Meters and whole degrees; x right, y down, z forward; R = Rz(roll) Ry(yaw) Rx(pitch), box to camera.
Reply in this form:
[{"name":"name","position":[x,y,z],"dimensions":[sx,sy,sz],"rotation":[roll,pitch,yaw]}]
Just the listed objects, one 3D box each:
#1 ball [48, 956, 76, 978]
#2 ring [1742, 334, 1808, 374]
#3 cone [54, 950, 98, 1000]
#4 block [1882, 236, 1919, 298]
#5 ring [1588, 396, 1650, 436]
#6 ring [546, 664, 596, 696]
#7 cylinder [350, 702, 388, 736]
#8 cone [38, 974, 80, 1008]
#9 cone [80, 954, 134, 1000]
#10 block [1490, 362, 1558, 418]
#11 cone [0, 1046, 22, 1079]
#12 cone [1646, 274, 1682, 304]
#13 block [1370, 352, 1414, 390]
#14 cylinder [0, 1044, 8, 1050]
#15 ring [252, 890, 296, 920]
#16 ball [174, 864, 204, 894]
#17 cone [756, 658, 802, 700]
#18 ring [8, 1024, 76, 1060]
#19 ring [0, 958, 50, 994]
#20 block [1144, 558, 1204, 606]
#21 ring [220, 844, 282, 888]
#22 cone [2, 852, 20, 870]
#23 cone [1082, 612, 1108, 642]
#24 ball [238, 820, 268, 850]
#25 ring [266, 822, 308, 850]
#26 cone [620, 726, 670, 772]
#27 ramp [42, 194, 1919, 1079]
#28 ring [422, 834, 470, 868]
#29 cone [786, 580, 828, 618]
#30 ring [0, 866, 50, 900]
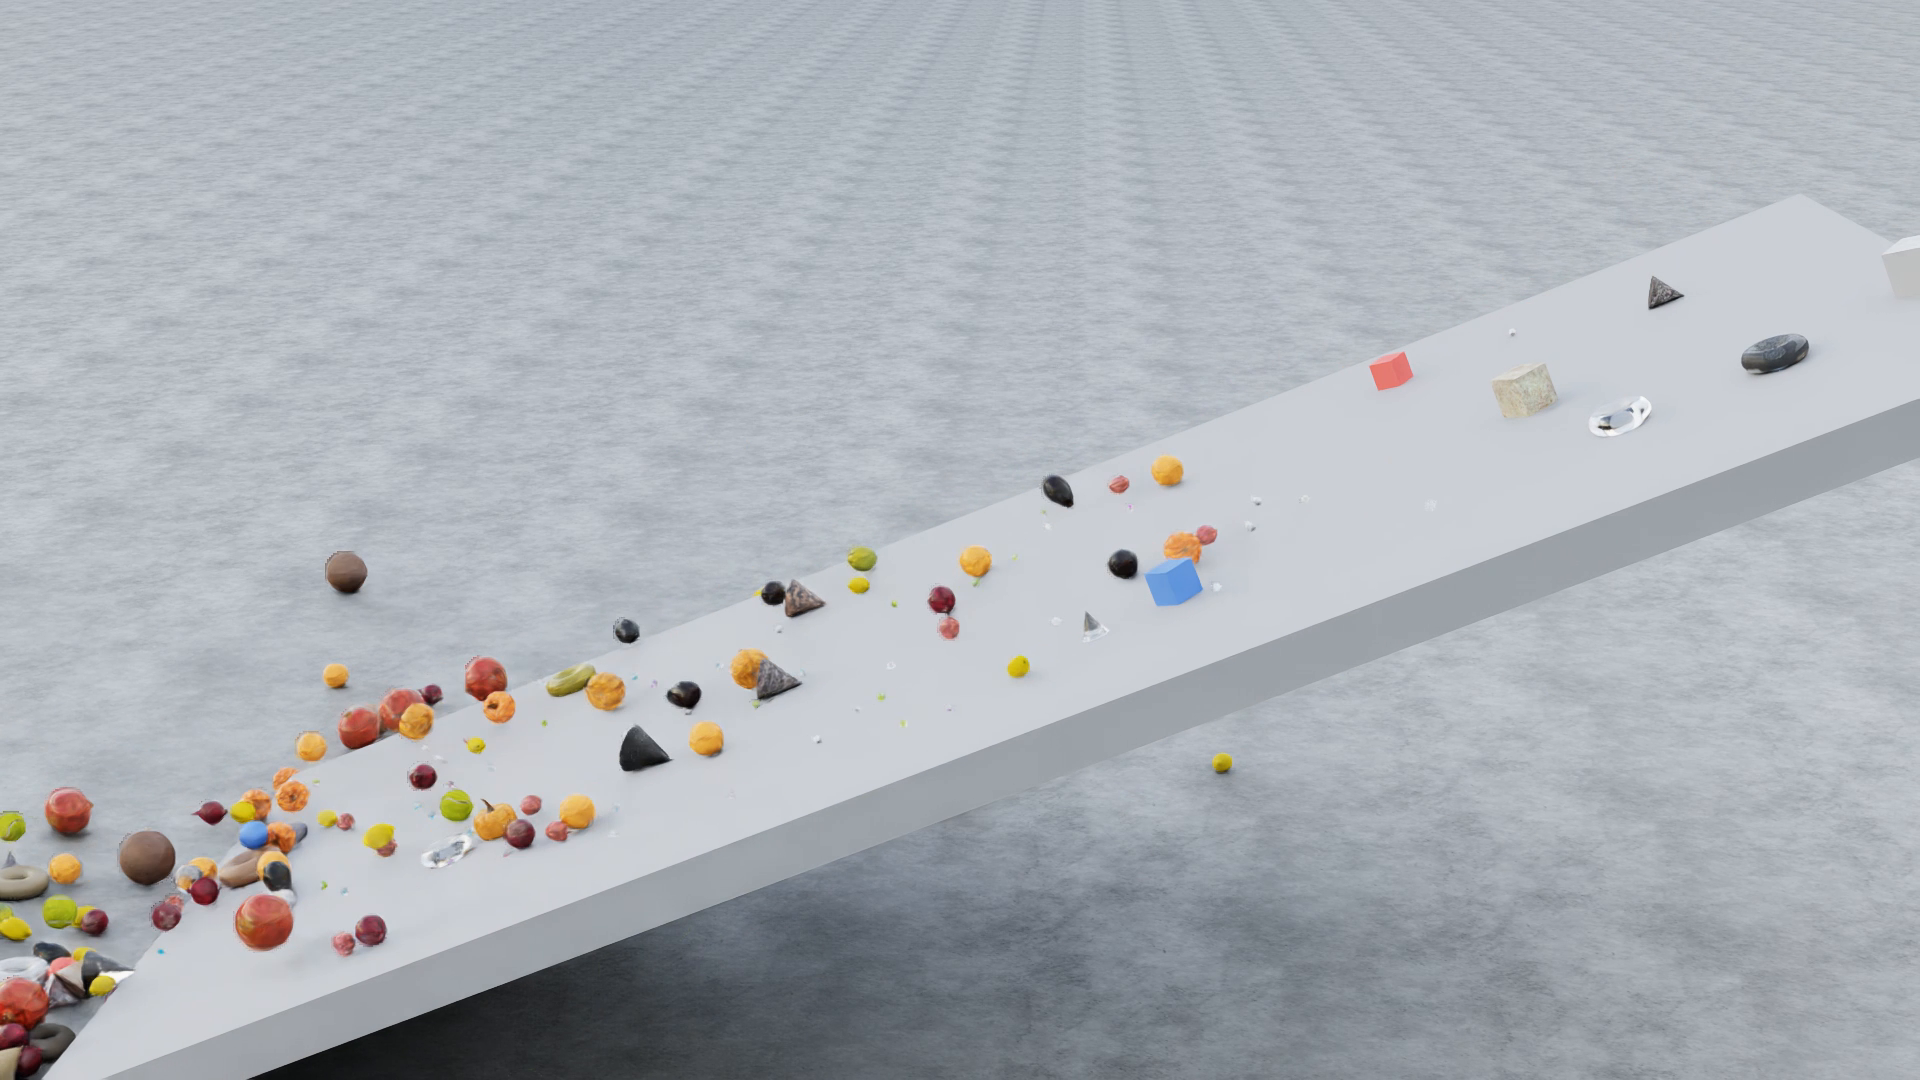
[{"name":"ball","position":[-1.942,0.938,6.378],"dimensions":[0.070,0.070,0.070],"rotation":[0,14,0]},{"name":"ring","position":[1.565,-0.358,5.649],"dimensions":[0.131,0.044,0.131],"rotation":[-20,13,5]},{"name":"cone","position":[-1.883,0.921,6.319],"dimensions":[0.094,0.094,0.094],"rotation":[10,55,36]},{"name":"block","position":[1.878,-0.540,5.754],"dimensions":[0.092,0.092,0.092],"rotation":[-9,18,48]},{"name":"ring","position":[1.271,-0.239,5.665],"dimensions":[0.124,0.041,0.124],"rotation":[-24,15,7]},{"name":"ring","position":[-0.946,0.341,7.154],"dimensions":[0.128,0.043,0.128],"rotation":[-21,13,5]},{"name":"cylinder","position":[-1.636,0.495,8.138],"dimensions":[0.084,0.084,0.084],"rotation":[-7,15,-26]},{"name":"cone","position":[-1.918,0.978,6.291],"dimensions":[0.078,0.078,0.078],"rotation":[24,5,-21]},{"name":"cone","position":[-1.786,0.912,6.203],"dimensions":[0.099,0.099,0.099],"rotation":[-12,12,11]},{"name":"block","position":[1.163,-0.309,6.062],"dimensions":[0.084,0.084,0.084],"rotation":[-28,13,-24]},{"name":"cone","position":[-1.894,1.035,5.851],"dimensions":[0.096,0.096,0.096],"rotation":[-41,4,17]},{"name":"cone","position":[1.560,-0.542,6.482],"dimensions":[0.074,0.074,0.074],"rotation":[22,19,12]},{"name":"block","position":[0.993,-0.389,6.771],"dimensions":[0.062,0.062,0.062],"rotation":[-11,17,44]},{"name":"cylinder","position":[-1.951,1.055,5.937],"dimensions":[0.055,0.055,0.055],"rotation":[4,14,15]},{"name":"ring","position":[-1.453,0.772,6.225],"dimensions":[0.098,0.033,0.098],"rotation":[-20,13,5]},{"name":"ball","position":[-1.718,0.756,6.555],"dimensions":[0.066,0.066,0.066],"rotation":[0,14,0]},{"name":"cone","position":[-0.380,0.303,6.301],"dimensions":[0.092,0.092,0.092],"rotation":[7,15,7]},{"name":"ring","position":[-1.886,1.033,6.047],"dimensions":[0.135,0.045,0.135],"rotation":[1,11,0]},{"name":"ring","position":[-2.047,0.947,6.390],"dimensions":[0.145,0.048,0.145],"rotation":[-1,13,0]},{"name":"block","position":[0.417,0.082,5.748],"dimensions":[0.069,0.069,0.069],"rotation":[-30,14,-32]},{"name":"ring","position":[-1.592,0.733,6.605],"dimensions":[0.150,0.050,0.150],"rotation":[-21,13,5]},{"name":"cone","position":[-2.283,0.774,7.073],"dimensions":[0.055,0.055,0.055],"rotation":[0,14,0]},{"name":"cone","position":[0.254,0.161,5.732],"dimensions":[0.055,0.055,0.055],"rotation":[-22,12,5]},{"name":"ball","position":[-1.593,0.665,6.631],"dimensions":[0.065,0.065,0.065],"rotation":[0,14,0]},{"name":"ring","position":[-1.555,0.684,6.786],"dimensions":[0.103,0.034,0.103],"rotation":[-21,13,5]},{"name":"cone","position":[-0.642,0.448,6.135],"dimensions":[0.098,0.098,0.098],"rotation":[14,19,24]},{"name":"ramp","position":[0.124,0.173,6.290],"dimensions":[4.000,0.100,2.000],"rotation":[-21,12,7]},{"name":"ring","position":[-1.060,0.642,6.069],"dimensions":[0.108,0.036,0.108],"rotation":[-21,13,5]},{"name":"cone","position":[-0.355,0.144,6.942],"dimensions":[0.092,0.092,0.092],"rotation":[8,15,12]},{"name":"ring","position":[-2.225,0.809,6.945],"dimensions":[0.143,0.048,0.143],"rotation":[0,14,0]}]
